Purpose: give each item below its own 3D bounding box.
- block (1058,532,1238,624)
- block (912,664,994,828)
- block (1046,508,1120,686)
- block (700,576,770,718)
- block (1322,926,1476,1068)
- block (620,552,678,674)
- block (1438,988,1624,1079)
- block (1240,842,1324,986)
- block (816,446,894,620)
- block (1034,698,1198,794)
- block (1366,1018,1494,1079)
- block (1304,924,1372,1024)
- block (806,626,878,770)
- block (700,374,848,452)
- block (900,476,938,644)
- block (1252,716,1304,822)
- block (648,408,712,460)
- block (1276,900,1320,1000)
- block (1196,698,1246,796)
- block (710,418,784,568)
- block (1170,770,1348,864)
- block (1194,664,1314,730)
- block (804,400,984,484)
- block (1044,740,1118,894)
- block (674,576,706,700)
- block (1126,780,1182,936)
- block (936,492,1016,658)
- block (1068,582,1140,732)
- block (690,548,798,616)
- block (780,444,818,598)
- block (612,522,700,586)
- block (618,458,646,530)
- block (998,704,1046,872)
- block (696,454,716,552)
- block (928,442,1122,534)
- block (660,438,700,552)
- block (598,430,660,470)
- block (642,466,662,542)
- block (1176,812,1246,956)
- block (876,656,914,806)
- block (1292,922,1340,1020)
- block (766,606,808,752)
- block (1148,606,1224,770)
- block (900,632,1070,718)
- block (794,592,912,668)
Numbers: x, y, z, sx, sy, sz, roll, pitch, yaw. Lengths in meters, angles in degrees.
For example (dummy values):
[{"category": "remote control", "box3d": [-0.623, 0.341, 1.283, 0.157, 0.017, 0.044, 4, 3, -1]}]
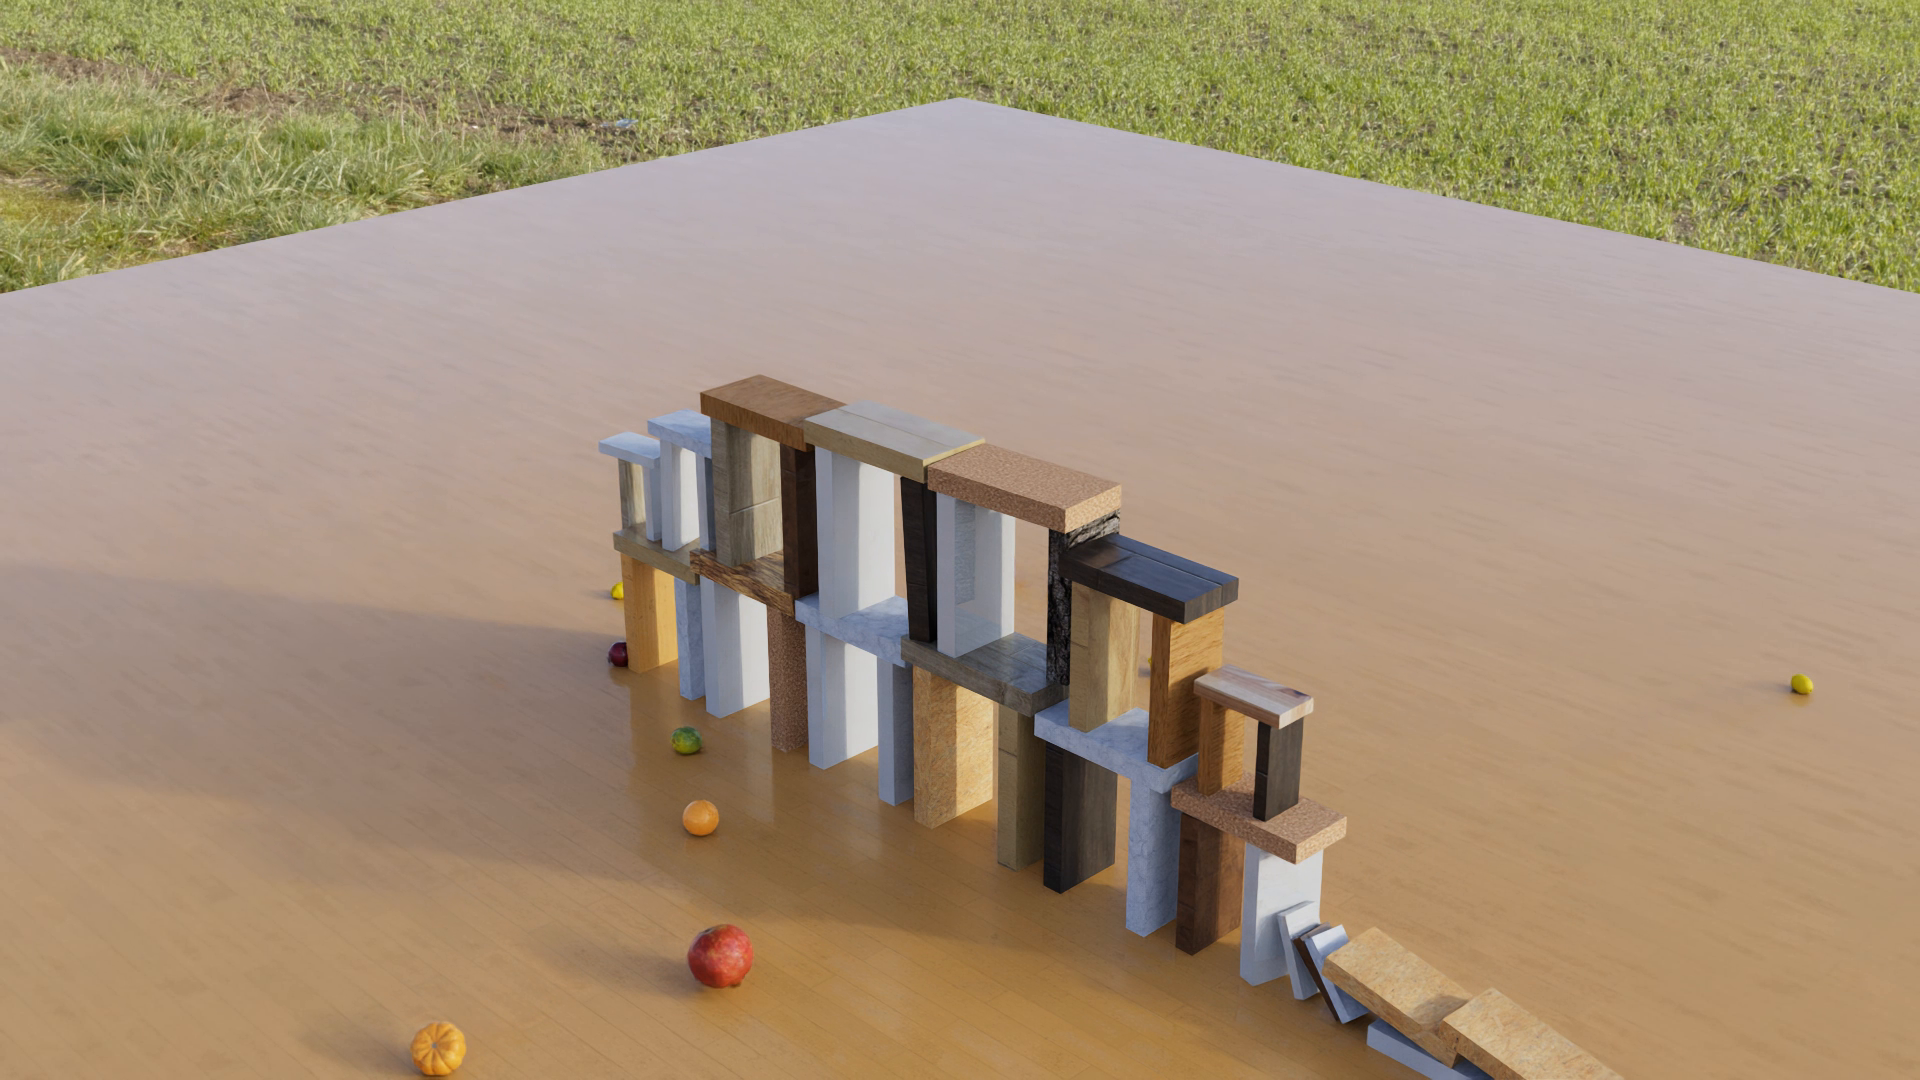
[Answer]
[{"category": "block", "box3d": [0.332, 0.065, 3.893, 0.146, 0.041, 0.292, -21, 31, -41]}, {"category": "block", "box3d": [-0.013, 0.387, 4.402, 0.049, 0.349, 0.175, 21, 31, 41]}, {"category": "block", "box3d": [0.230, 0.090, 4.107, 0.047, 0.329, 0.164, 17, 28, 34]}, {"category": "block", "box3d": [-0.486, 0.211, 4.839, 0.047, 0.331, 0.166, 21, 31, 41]}, {"category": "block", "box3d": [0.765, 0.771, 3.725, 0.138, 0.039, 0.275, -21, 42, -40]}, {"category": "block", "box3d": [-0.699, 0.148, 5.043, 0.041, 0.289, 0.144, 21, 31, 41]}, {"category": "block", "box3d": [0.929, 0.843, 3.565, 0.138, 0.039, 0.275, -20, 40, -38]}, {"category": "block", "box3d": [0.569, 0.642, 3.890, 0.140, 0.280, 0.040, -12, 25, -27]}, {"category": "block", "box3d": [-0.210, -0.035, 4.434, 0.047, 0.364, 0.167, 21, 31, 40]}, {"category": "block", "box3d": [0.304, 0.366, 4.043, 0.156, 0.044, 0.312, -21, 31, -40]}, {"category": "block", "box3d": [0.887, 0.880, 3.636, 0.138, 0.039, 0.419, -21, 31, -40]}, {"category": "block", "box3d": [0.662, 0.752, 3.810, 0.077, 0.154, 0.022, -13, -18, -37]}, {"category": "block", "box3d": [-0.245, 0.306, 4.626, 0.046, 0.323, 0.162, 21, 31, 41]}, {"category": "block", "box3d": [-0.365, -0.263, 4.514, 0.328, 0.046, 0.164, 21, 31, 40]}, {"category": "block", "box3d": [-0.042, 0.013, 4.278, 0.047, 0.334, 0.167, 10, 24, 30]}, {"category": "block", "box3d": [0.550, 0.384, 3.796, 0.094, 0.187, 0.027, -21, 30, -40]}, {"category": "block", "box3d": [-0.563, -0.230, 4.739, 0.217, 0.031, 0.108, 22, 31, 40]}, {"category": "block", "box3d": [0.607, 0.721, 3.868, 0.077, 0.154, 0.022, -17, 7, -35]}, {"category": "block", "box3d": [0.462, 0.350, 3.878, 0.094, 0.187, 0.027, -21, 30, -40]}, {"category": "block", "box3d": [-0.443, -0.121, 4.657, 0.046, 0.328, 0.164, 21, 31, 41]}, {"category": "block", "box3d": [0.524, 0.477, 3.869, 0.140, 0.040, 0.280, -21, 30, -40]}, {"category": "block", "box3d": [0.506, 0.268, 3.796, 0.094, 0.027, 0.187, -21, 31, -40]}, {"category": "block", "box3d": [-0.130, -0.195, 4.281, 0.334, 0.047, 0.167, 20, 30, 40]}, {"category": "block", "box3d": [0.230, 0.501, 4.180, 0.044, 0.312, 0.156, 21, 31, 41]}, {"category": "block", "box3d": [-0.563, 0.201, 4.918, 0.144, 0.289, 0.041, -21, 31, -40]}, {"category": "block", "box3d": [0.378, 0.559, 4.045, 0.044, 0.312, 0.156, 21, 31, 41]}, {"category": "block", "box3d": [0.031, 0.046, 4.211, 0.047, 0.329, 0.164, 21, 31, 41]}, {"category": "block", "box3d": [0.266, 0.192, 4.020, 0.041, 0.292, 0.146, 21, 30, 40]}, {"category": "block", "box3d": [-0.407, 0.068, 4.694, 0.331, 0.047, 0.166, 21, 31, 41]}, {"category": "block", "box3d": [-0.288, -0.060, 4.516, 0.046, 0.328, 0.164, 21, 31, 40]}, {"category": "block", "box3d": [-0.629, 0.022, 4.918, 0.289, 0.041, 0.144, 21, 31, 40]}, {"category": "block", "box3d": [-0.731, 0.021, 5.062, 0.025, 0.507, 0.089, 20, 30, 39]}, {"category": "block", "box3d": [0.152, 0.451, 4.251, 0.049, 0.349, 0.175, 21, 31, 41]}, {"category": "block", "box3d": [-0.513, -0.095, 4.739, 0.031, 0.217, 0.108, 21, 31, 41]}, {"category": "block", "box3d": [0.118, -0.099, 4.073, 0.328, 0.047, 0.164, 19, 29, 37]}, {"category": "block", "box3d": [-0.615, -0.117, 4.852, 0.031, 0.265, 0.108, 14, 27, 25]}, {"category": "block", "box3d": [-0.712, -0.201, 4.903, 0.177, 0.025, 0.089, 17, 29, 35]}, {"category": "block", "box3d": [-0.660, -0.094, 4.911, 0.089, 0.177, 0.025, -21, 31, -40]}, {"category": "block", "box3d": [0.456, 0.600, 3.989, 0.040, 0.280, 0.140, 21, 31, 41]}, {"category": "block", "box3d": [-0.093, 0.365, 4.486, 0.046, 0.323, 0.162, 21, 31, 41]}, {"category": "block", "box3d": [0.648, 0.750, 3.831, 0.077, 0.154, 0.022, -20, -14, -38]}, {"category": "block", "box3d": [-0.329, 0.272, 4.696, 0.047, 0.331, 0.166, 21, 31, 41]}, {"category": "block", "box3d": [0.400, 0.246, 3.894, 0.146, 0.292, 0.041, -21, 31, -40]}, {"category": "block", "box3d": [0.070, 0.235, 4.249, 0.349, 0.049, 0.175, 21, 31, 41]}, {"category": "block", "box3d": [-0.168, 0.166, 4.484, 0.323, 0.046, 0.162, 21, 31, 40]}]
